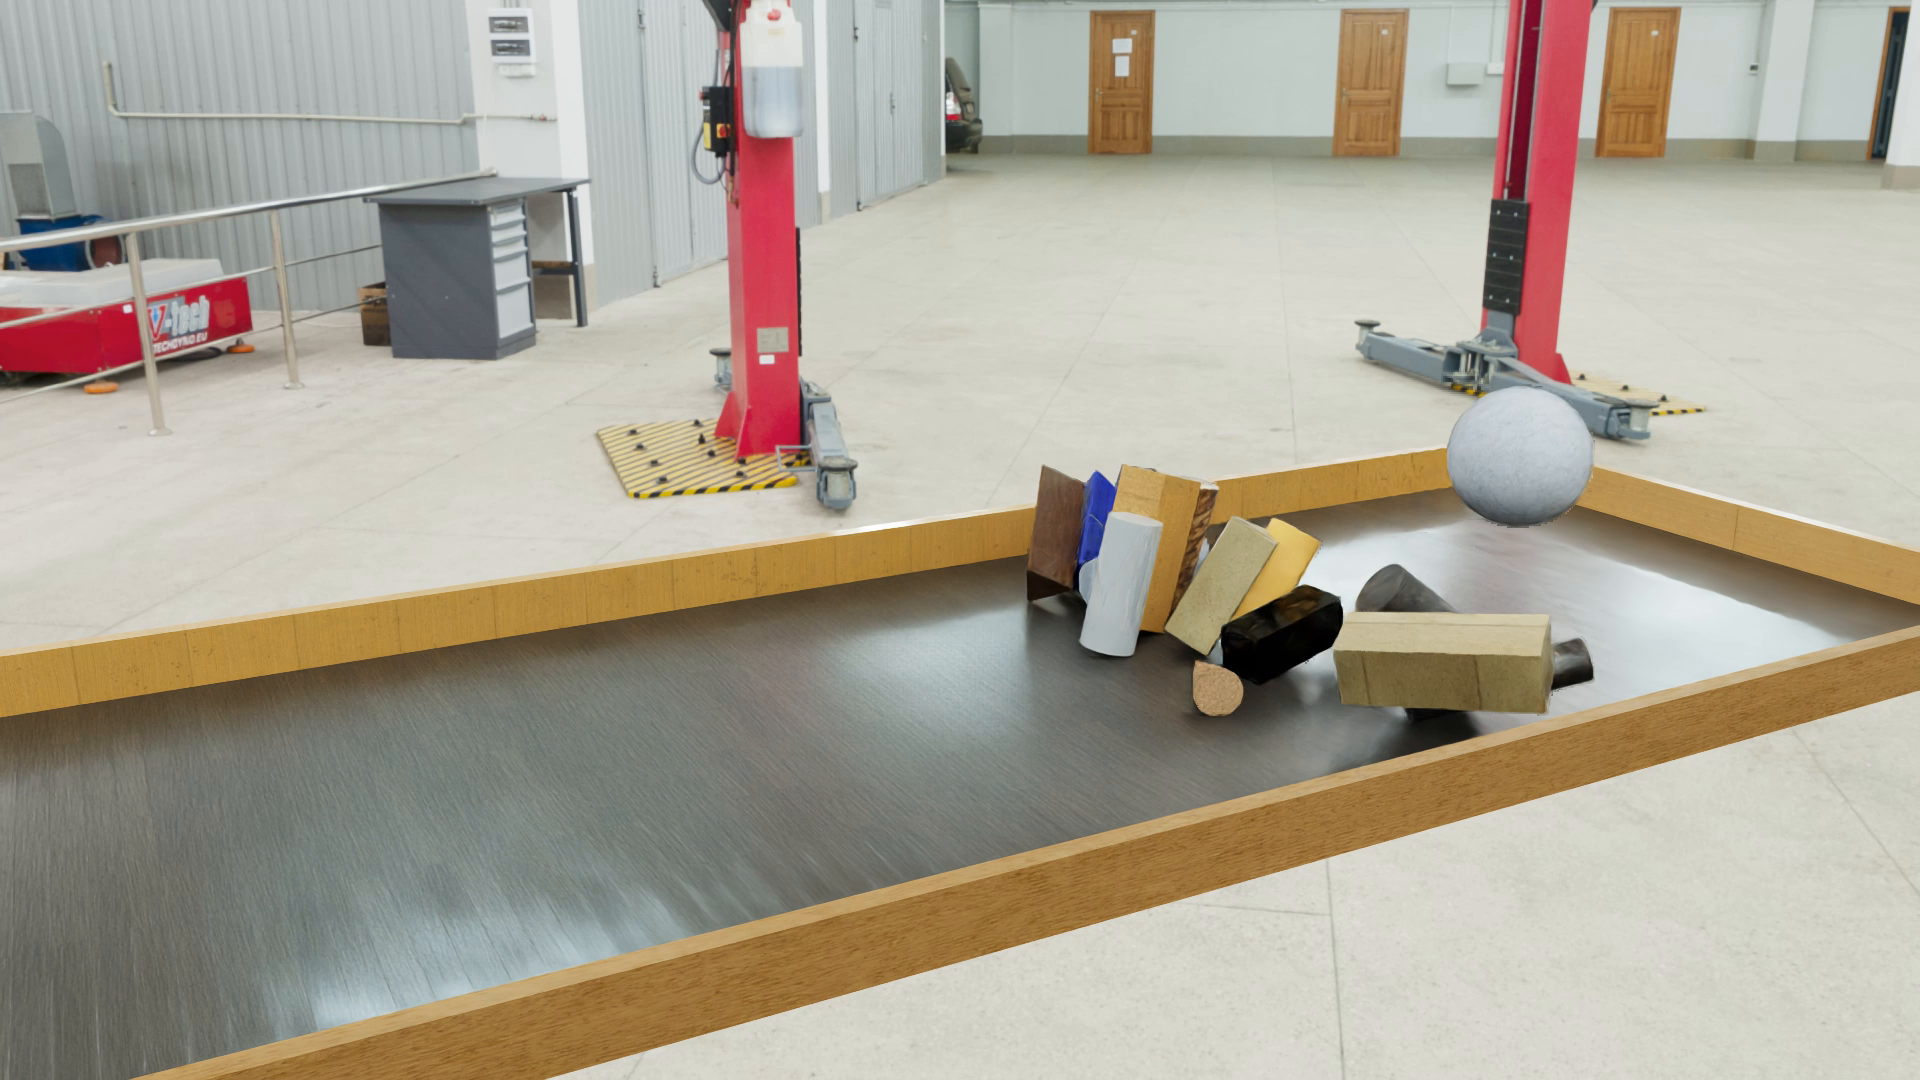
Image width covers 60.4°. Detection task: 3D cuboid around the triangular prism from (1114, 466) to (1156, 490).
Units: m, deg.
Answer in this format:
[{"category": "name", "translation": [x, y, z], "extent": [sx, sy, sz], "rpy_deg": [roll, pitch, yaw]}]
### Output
[{"category": "triangular prism", "translation": [0.487, -0.068, 5.003], "extent": [0.096, 0.111, 0.382], "rpy_deg": [26, 53, -5]}]

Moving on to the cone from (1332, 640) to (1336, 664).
[{"category": "cone", "translation": [1.147, 0.274, 4.312], "extent": [0.123, 0.123, 0.441], "rpy_deg": [16, 15, 43]}]

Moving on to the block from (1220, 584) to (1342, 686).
[{"category": "block", "translation": [0.825, 0.239, 4.215], "extent": [0.307, 0.125, 0.125], "rpy_deg": [-23, 28, -30]}]

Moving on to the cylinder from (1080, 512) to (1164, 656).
[{"category": "cylinder", "translation": [0.421, 0.114, 4.305], "extent": [0.146, 0.351, 0.146], "rpy_deg": [11, 12, -2]}]

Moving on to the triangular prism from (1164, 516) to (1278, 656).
[{"category": "triangular prism", "translation": [0.698, 0.119, 4.349], "extent": [0.138, 0.351, 0.119], "rpy_deg": [33, 12, 17]}]

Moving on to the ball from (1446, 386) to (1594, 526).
[{"category": "ball", "translation": [1.443, -0.216, 4.258], "extent": [0.360, 0.360, 0.360], "rpy_deg": [0, 16, 0]}]

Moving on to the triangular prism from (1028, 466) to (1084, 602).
[{"category": "triangular prism", "translation": [0.252, -0.032, 4.799], "extent": [0.145, 0.125, 0.399], "rpy_deg": [-16, 45, 29]}]

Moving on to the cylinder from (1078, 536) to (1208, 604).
[{"category": "cylinder", "translation": [0.535, 0.075, 4.776], "extent": [0.158, 0.158, 0.428], "rpy_deg": [14, 25, 40]}]

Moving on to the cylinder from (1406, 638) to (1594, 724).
[{"category": "cylinder", "translation": [1.255, 0.329, 3.867], "extent": [0.421, 0.105, 0.105], "rpy_deg": [-14, 16, 4]}]

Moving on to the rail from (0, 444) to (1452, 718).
[{"category": "rail", "translation": [-3.305, 0.497, 3.399], "extent": [12.000, 0.150, 0.050], "rpy_deg": [-9, 18, -27]}]

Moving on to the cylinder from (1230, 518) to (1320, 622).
[{"category": "cylinder", "translation": [0.819, 0.109, 4.382], "extent": [0.144, 0.309, 0.144], "rpy_deg": [29, 2, -1]}]

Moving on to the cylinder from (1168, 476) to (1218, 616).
[{"category": "cylinder", "translation": [0.612, 0.019, 4.591], "extent": [0.117, 0.377, 0.117], "rpy_deg": [13, 15, -4]}]

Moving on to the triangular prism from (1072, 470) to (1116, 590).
[{"category": "triangular prism", "translation": [0.387, -0.030, 4.855], "extent": [0.152, 0.132, 0.347], "rpy_deg": [2, 53, 15]}]

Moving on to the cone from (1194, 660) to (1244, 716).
[{"category": "cone", "translation": [0.612, 0.336, 4.105], "extent": [0.119, 0.119, 0.383], "rpy_deg": [0, 7, 0]}]

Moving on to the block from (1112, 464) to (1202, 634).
[{"category": "block", "translation": [0.499, 0.024, 4.477], "extent": [0.154, 0.421, 0.154], "rpy_deg": [9, 6, -44]}]

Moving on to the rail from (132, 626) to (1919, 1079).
[{"category": "rail", "translation": [-2.336, 1.006, 1.665], "extent": [12.000, 0.150, 0.050], "rpy_deg": [-9, 18, -27]}]

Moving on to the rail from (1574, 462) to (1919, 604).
[{"category": "rail", "translation": [2.466, -0.048, 5.253], "extent": [0.050, 0.150, 2.100], "rpy_deg": [-9, 18, -27]}]

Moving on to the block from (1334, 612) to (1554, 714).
[{"category": "block", "translation": [1.104, 0.276, 3.765], "extent": [0.453, 0.156, 0.156], "rpy_deg": [0, 32, 27]}]

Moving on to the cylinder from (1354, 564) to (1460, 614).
[{"category": "cylinder", "translation": [1.143, 0.215, 4.051], "extent": [0.318, 0.160, 0.160], "rpy_deg": [36, 10, -14]}]
